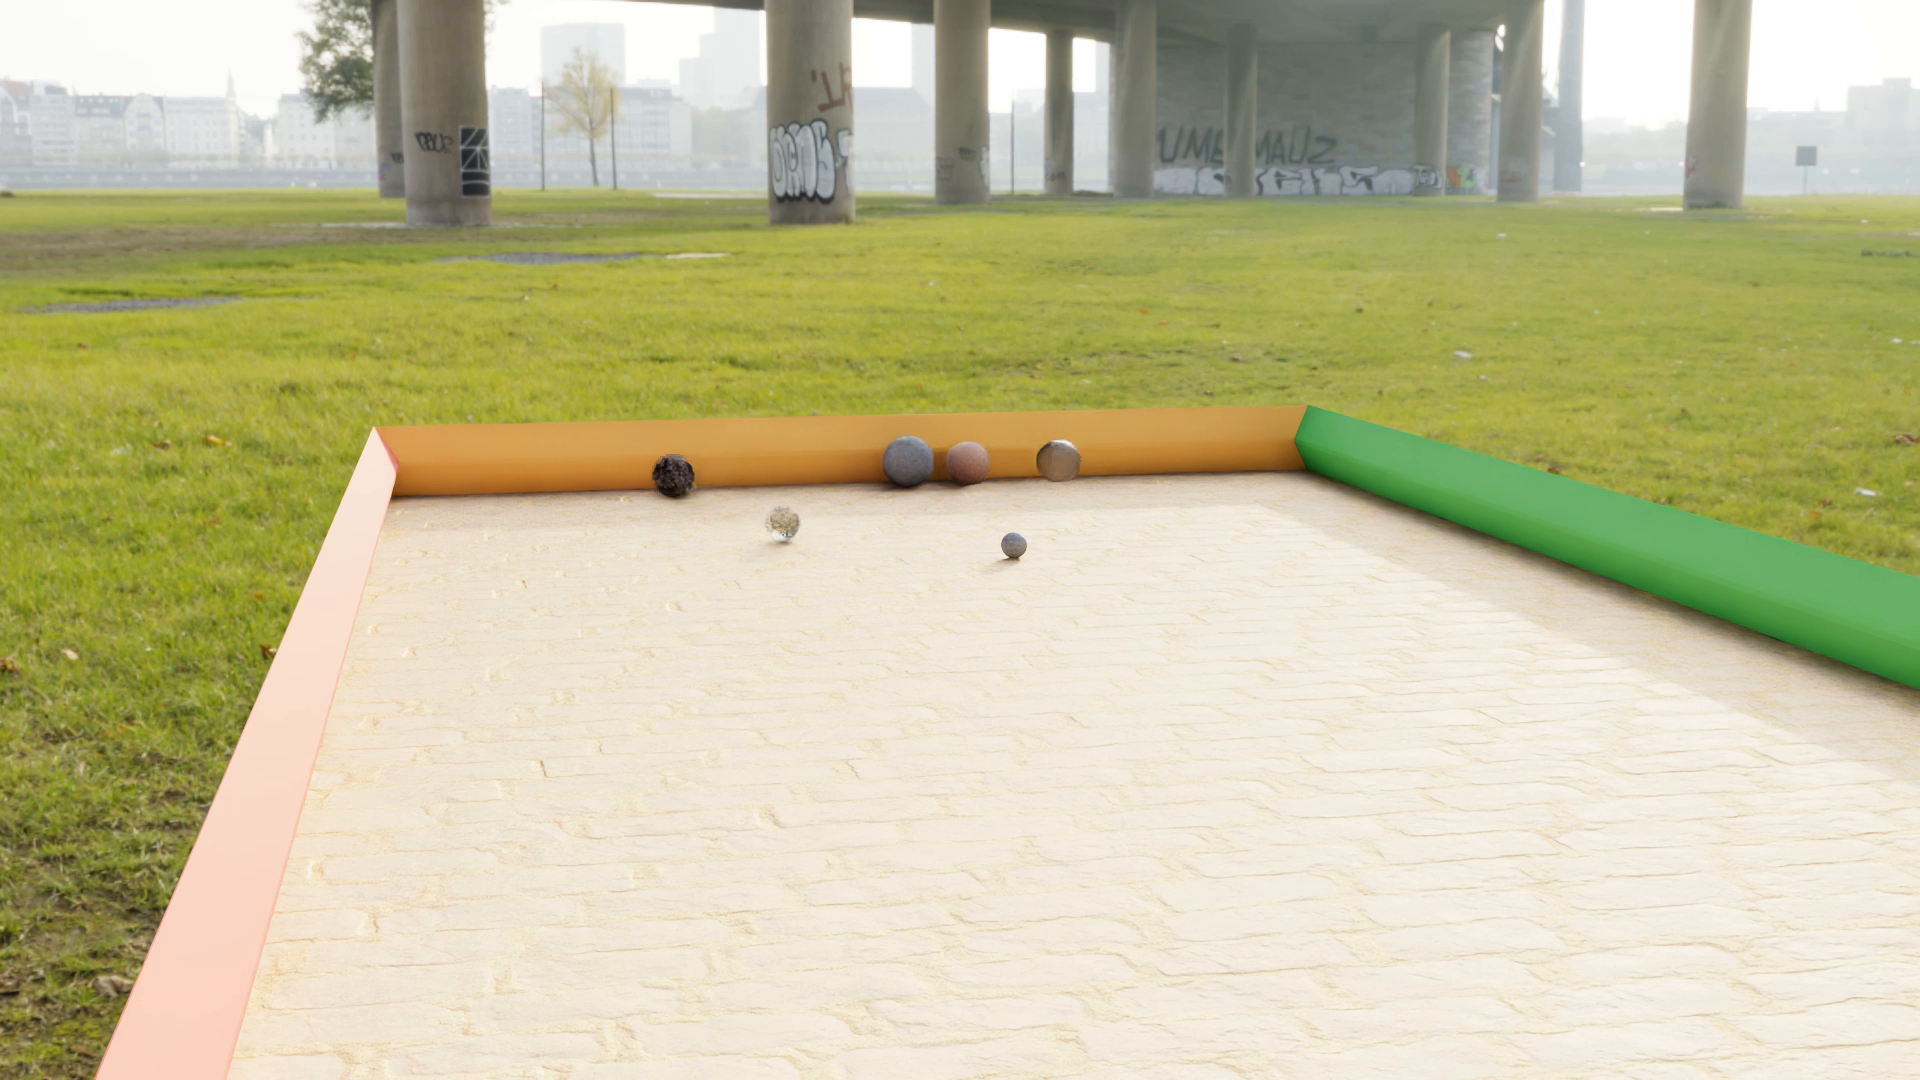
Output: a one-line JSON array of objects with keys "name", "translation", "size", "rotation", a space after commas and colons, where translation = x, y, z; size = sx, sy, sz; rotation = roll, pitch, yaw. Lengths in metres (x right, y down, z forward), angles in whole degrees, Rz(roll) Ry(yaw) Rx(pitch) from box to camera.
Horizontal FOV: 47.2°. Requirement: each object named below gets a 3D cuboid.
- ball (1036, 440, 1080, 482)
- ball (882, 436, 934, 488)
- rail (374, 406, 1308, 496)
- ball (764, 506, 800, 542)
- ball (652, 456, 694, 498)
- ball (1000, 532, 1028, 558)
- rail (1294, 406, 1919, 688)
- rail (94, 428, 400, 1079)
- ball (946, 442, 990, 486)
[{"name": "ball", "translation": [0.184, -0.149, 4.138], "size": [0.081, 0.081, 0.081], "rotation": [0, 10, 0]}, {"name": "ball", "translation": [-0.098, -0.145, 4.067], "size": [0.096, 0.096, 0.096], "rotation": [0, 10, 0]}, {"name": "rail", "translation": [-0.180, -0.168, 4.116], "size": [1.778, 0.124, 0.045], "rotation": [-2, 10, -12]}, {"name": "ball", "translation": [-0.281, -0.026, 3.481], "size": [0.056, 0.056, 0.056], "rotation": [0, 10, 0]}, {"name": "ball", "translation": [-0.514, -0.114, 3.949], "size": [0.074, 0.074, 0.074], "rotation": [0, 10, 0]}, {"name": "ball", "translation": [0.082, 0.008, 3.327], "size": [0.040, 0.040, 0.040], "rotation": [0, 10, 0]}, {"name": "rail", "translation": [1.031, 0.083, 2.614], "size": [0.045, 0.124, 3.535], "rotation": [-2, 10, -12]}, {"name": "rail", "translation": [-0.661, 0.143, 2.256], "size": [0.045, 0.124, 3.535], "rotation": [-2, 10, -12]}, {"name": "ball", "translation": [0.013, -0.143, 4.101], "size": [0.082, 0.082, 0.082], "rotation": [0, 10, 0]}]
